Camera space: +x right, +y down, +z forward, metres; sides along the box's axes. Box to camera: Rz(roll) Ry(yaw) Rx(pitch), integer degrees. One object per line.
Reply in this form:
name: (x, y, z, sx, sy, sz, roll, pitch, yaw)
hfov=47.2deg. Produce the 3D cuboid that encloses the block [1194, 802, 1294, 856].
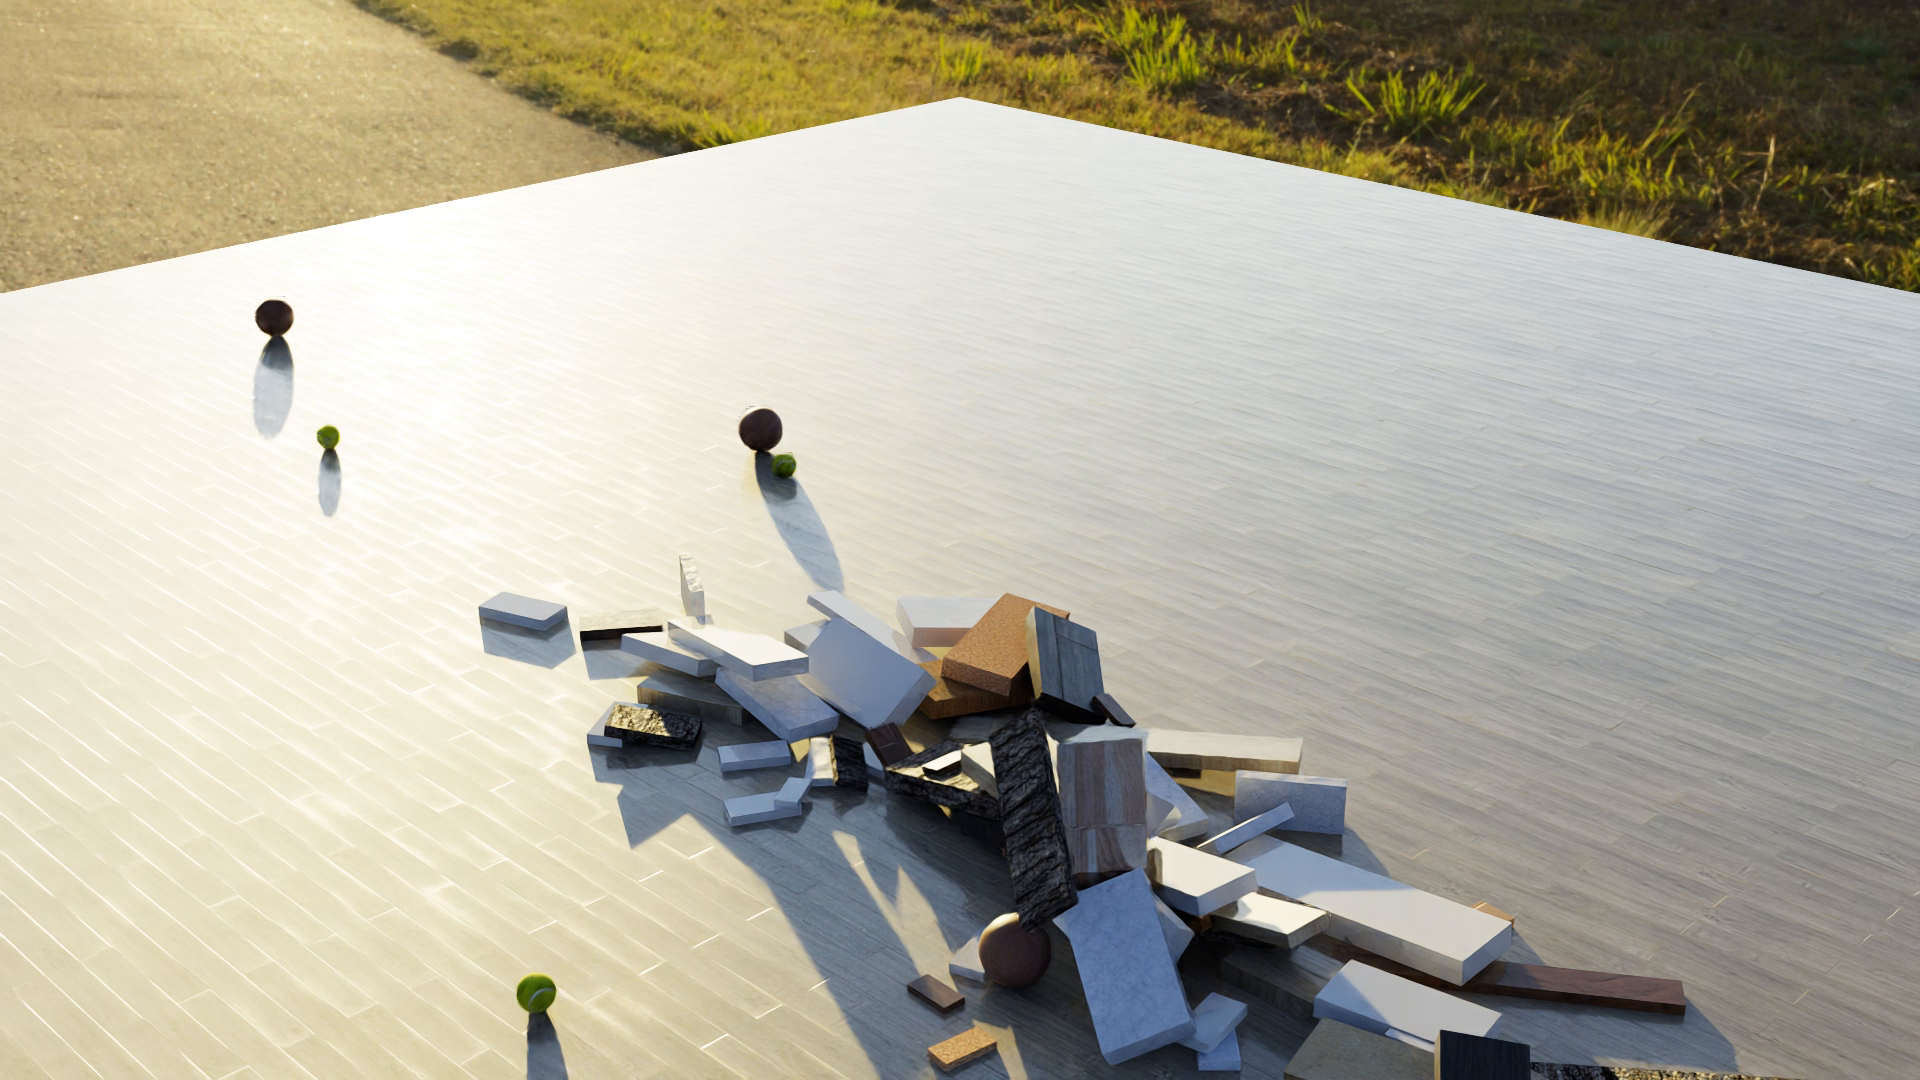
block: (0.540, 0.576, 4.283, 0.218, 0.031, 0.109, -19, -11, -38)

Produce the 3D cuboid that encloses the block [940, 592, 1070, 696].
block: (0.107, 0.233, 4.987, 0.162, 0.046, 0.402, 17, 25, 16)

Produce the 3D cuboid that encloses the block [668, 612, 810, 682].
block: (-0.504, 0.238, 4.941, 0.134, 0.038, 0.469, -8, 14, -29)

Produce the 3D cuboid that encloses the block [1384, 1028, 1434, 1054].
block: (0.770, 0.867, 3.620, 0.152, 0.076, 0.022, 16, 28, 33)

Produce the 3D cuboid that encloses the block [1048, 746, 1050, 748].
block: (0.128, 0.403, 4.309, 0.049, 0.014, 0.098, -15, 23, -28)

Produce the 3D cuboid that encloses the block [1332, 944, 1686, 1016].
block: (0.967, 0.778, 3.899, 0.606, 0.022, 0.076, 4, 23, 10)

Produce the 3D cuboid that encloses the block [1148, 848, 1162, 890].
block: (0.308, 0.614, 3.990, 0.140, 0.020, 0.070, -30, 41, 35)

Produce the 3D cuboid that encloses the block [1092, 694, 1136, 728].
block: (0.333, 0.372, 4.766, 0.049, 0.014, 0.097, -3, 41, -47)

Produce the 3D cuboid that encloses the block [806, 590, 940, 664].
block: (-0.163, 0.238, 5.109, 0.080, 0.023, 0.557, -8, 26, -40)

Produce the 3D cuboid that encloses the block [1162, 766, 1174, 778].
block: (0.355, 0.483, 4.593, 0.160, 0.023, 0.080, -7, 24, -16)

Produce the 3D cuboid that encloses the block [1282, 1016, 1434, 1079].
block: (0.683, 0.877, 3.579, 0.278, 0.039, 0.139, 12, 39, 36)

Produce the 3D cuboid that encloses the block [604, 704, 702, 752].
block: (-0.660, 0.404, 4.736, 0.194, 0.027, 0.097, 10, 25, 1)

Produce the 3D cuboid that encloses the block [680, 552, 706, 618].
block: (-0.646, 0.130, 5.306, 0.033, 0.116, 0.232, -5, 24, -12)

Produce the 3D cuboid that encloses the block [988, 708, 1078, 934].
block: (0.130, 0.501, 3.989, 0.109, 0.031, 0.466, -36, 35, 21)

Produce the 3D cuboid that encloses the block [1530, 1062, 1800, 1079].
block: (1.243, 0.900, 3.619, 0.735, 0.015, 0.054, 2, 23, 6)

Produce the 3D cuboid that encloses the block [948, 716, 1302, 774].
block: (0.348, 0.434, 4.644, 0.736, 0.033, 0.116, 3, 19, 13)

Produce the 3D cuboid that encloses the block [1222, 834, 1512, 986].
block: (0.731, 0.675, 4.064, 0.544, 0.049, 0.174, 16, 26, 39)

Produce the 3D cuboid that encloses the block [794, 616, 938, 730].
block: (-0.221, 0.306, 4.852, 0.174, 0.049, 0.348, -51, 42, -11)

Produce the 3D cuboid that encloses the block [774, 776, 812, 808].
block: (-0.339, 0.514, 4.478, 0.049, 0.014, 0.098, 6, 24, 13)

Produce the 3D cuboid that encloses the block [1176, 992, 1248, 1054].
block: (0.426, 0.822, 3.746, 0.070, 0.020, 0.140, 15, 27, 31)

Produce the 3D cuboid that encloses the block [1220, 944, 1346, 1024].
block: (0.645, 0.793, 3.842, 0.366, 0.039, 0.139, 20, 30, 39)

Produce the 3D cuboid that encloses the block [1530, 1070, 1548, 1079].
block: (1.039, 0.980, 3.379, 0.144, 0.041, 0.572, -25, 33, -33)

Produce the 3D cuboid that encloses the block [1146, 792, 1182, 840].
block: (0.295, 0.538, 4.360, 0.267, 0.038, 0.134, 23, 65, 43)

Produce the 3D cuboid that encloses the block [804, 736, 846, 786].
block: (-0.282, 0.465, 4.609, 0.073, 0.021, 0.146, -3, 30, 5)

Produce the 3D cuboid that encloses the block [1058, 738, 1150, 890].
block: (0.259, 0.496, 4.000, 0.158, 0.045, 0.316, -5, 41, 7)

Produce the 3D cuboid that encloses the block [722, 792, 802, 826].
block: (-0.401, 0.542, 4.457, 0.146, 0.021, 0.073, -7, 24, -17)

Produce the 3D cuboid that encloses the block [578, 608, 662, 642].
block: (-0.810, 0.202, 5.249, 0.193, 0.027, 0.097, -4, 23, -9)

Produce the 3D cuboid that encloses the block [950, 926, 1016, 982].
block: (0.041, 0.747, 3.975, 0.068, 0.019, 0.136, 11, 25, 24)

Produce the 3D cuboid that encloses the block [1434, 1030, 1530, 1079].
block: (0.817, 0.907, 3.435, 0.144, 0.041, 0.287, 9, 43, 4)

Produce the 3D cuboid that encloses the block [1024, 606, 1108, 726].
block: (0.233, 0.284, 4.875, 0.162, 0.046, 0.323, 23, 29, -16)

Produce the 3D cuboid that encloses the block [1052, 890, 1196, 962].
block: (0.275, 0.677, 3.932, 0.045, 0.158, 0.316, 24, 10, -39)
